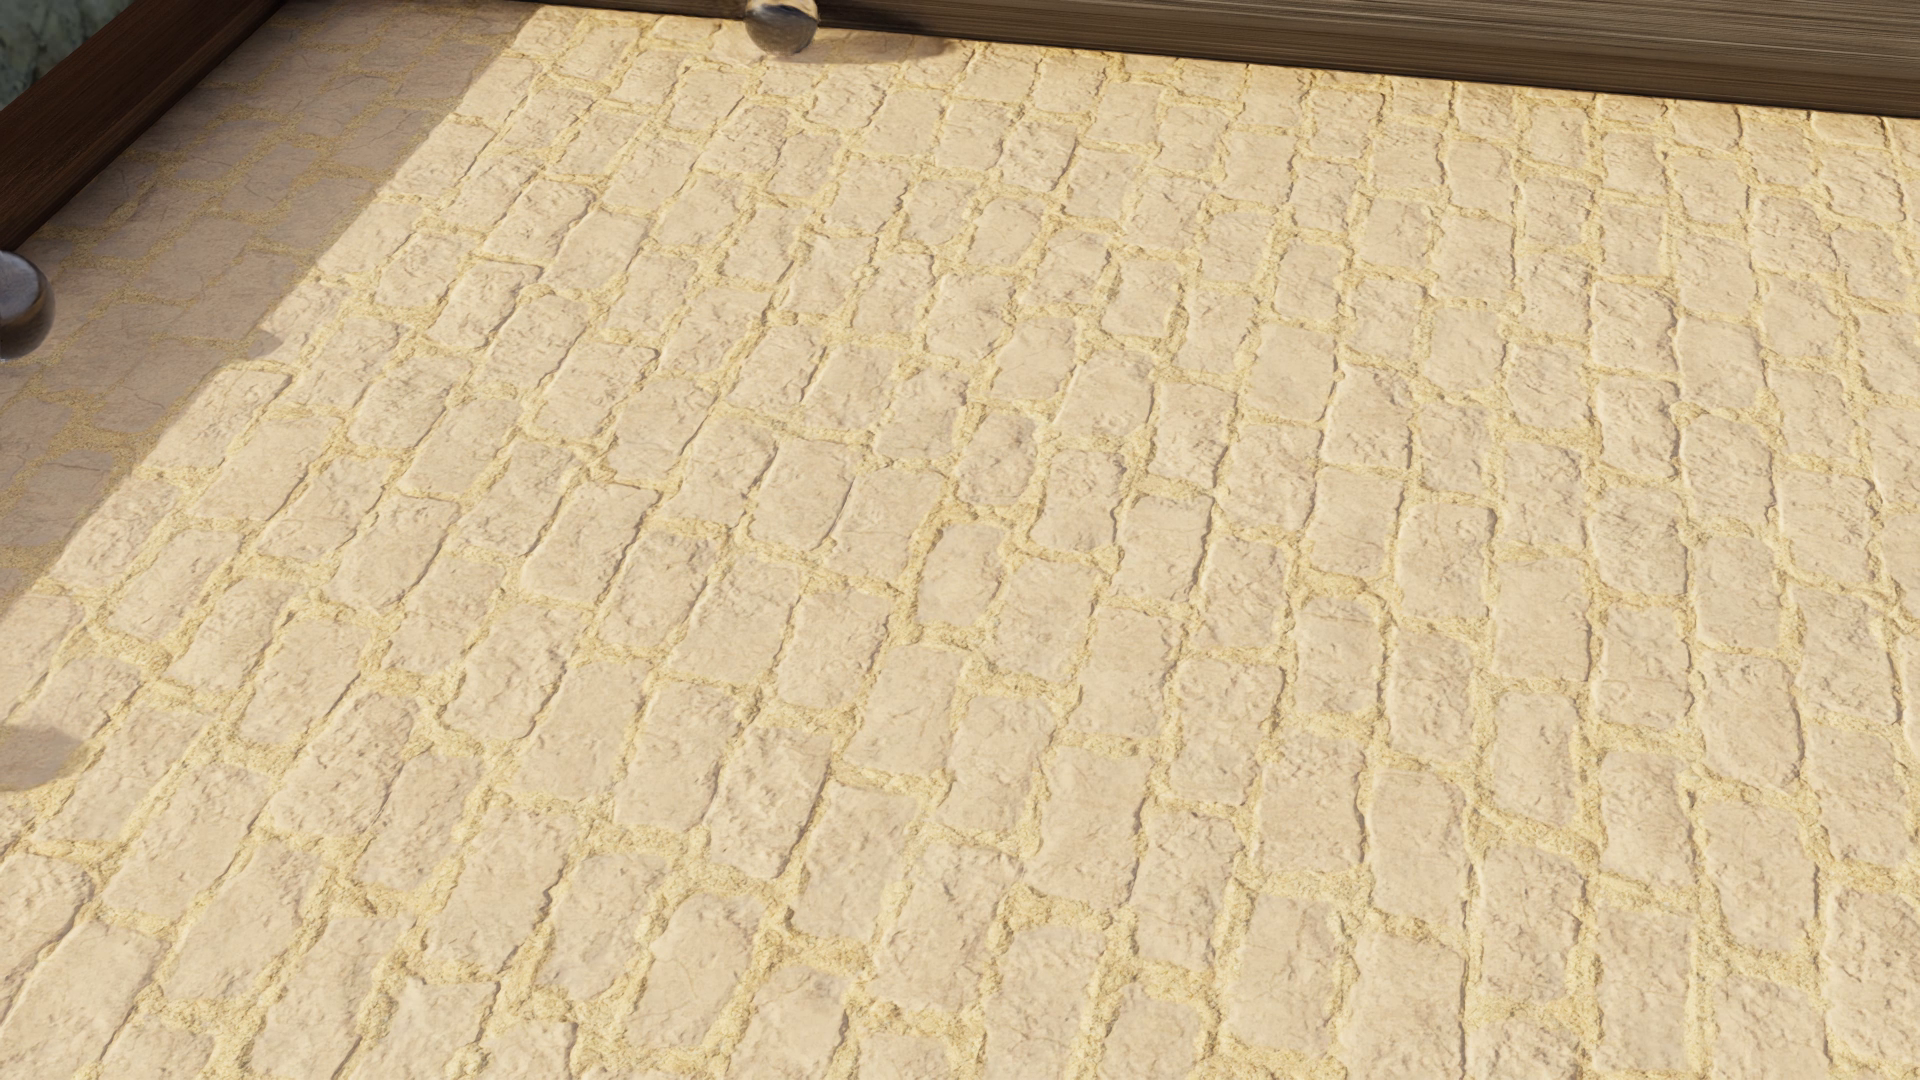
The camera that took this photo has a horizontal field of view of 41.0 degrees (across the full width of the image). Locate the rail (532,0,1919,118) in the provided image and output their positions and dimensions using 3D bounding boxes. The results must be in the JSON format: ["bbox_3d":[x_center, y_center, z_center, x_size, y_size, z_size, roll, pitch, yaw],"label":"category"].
[{"bbox_3d":[1.144,-0.445,2.504,3.849,0.125,0.045,7,35,10],"label":"rail"}]

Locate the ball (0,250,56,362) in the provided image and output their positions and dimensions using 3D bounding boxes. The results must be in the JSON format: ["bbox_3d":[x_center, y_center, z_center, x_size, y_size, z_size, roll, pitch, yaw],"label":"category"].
[{"bbox_3d":[-0.815,-0.198,2.168,0.096,0.096,0.096,0,34,0],"label":"ball"}]

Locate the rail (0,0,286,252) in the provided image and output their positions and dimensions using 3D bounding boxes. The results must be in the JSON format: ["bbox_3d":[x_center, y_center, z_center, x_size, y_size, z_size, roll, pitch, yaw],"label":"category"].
[{"bbox_3d":[-0.919,-0.122,2.029,0.045,0.125,2.017,7,35,10],"label":"rail"}]

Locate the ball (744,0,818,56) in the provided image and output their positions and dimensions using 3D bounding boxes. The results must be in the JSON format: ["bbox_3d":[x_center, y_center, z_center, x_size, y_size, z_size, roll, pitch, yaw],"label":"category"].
[{"bbox_3d":[-0.188,-0.549,2.701,0.079,0.079,0.079,0,34,0],"label":"ball"}]
